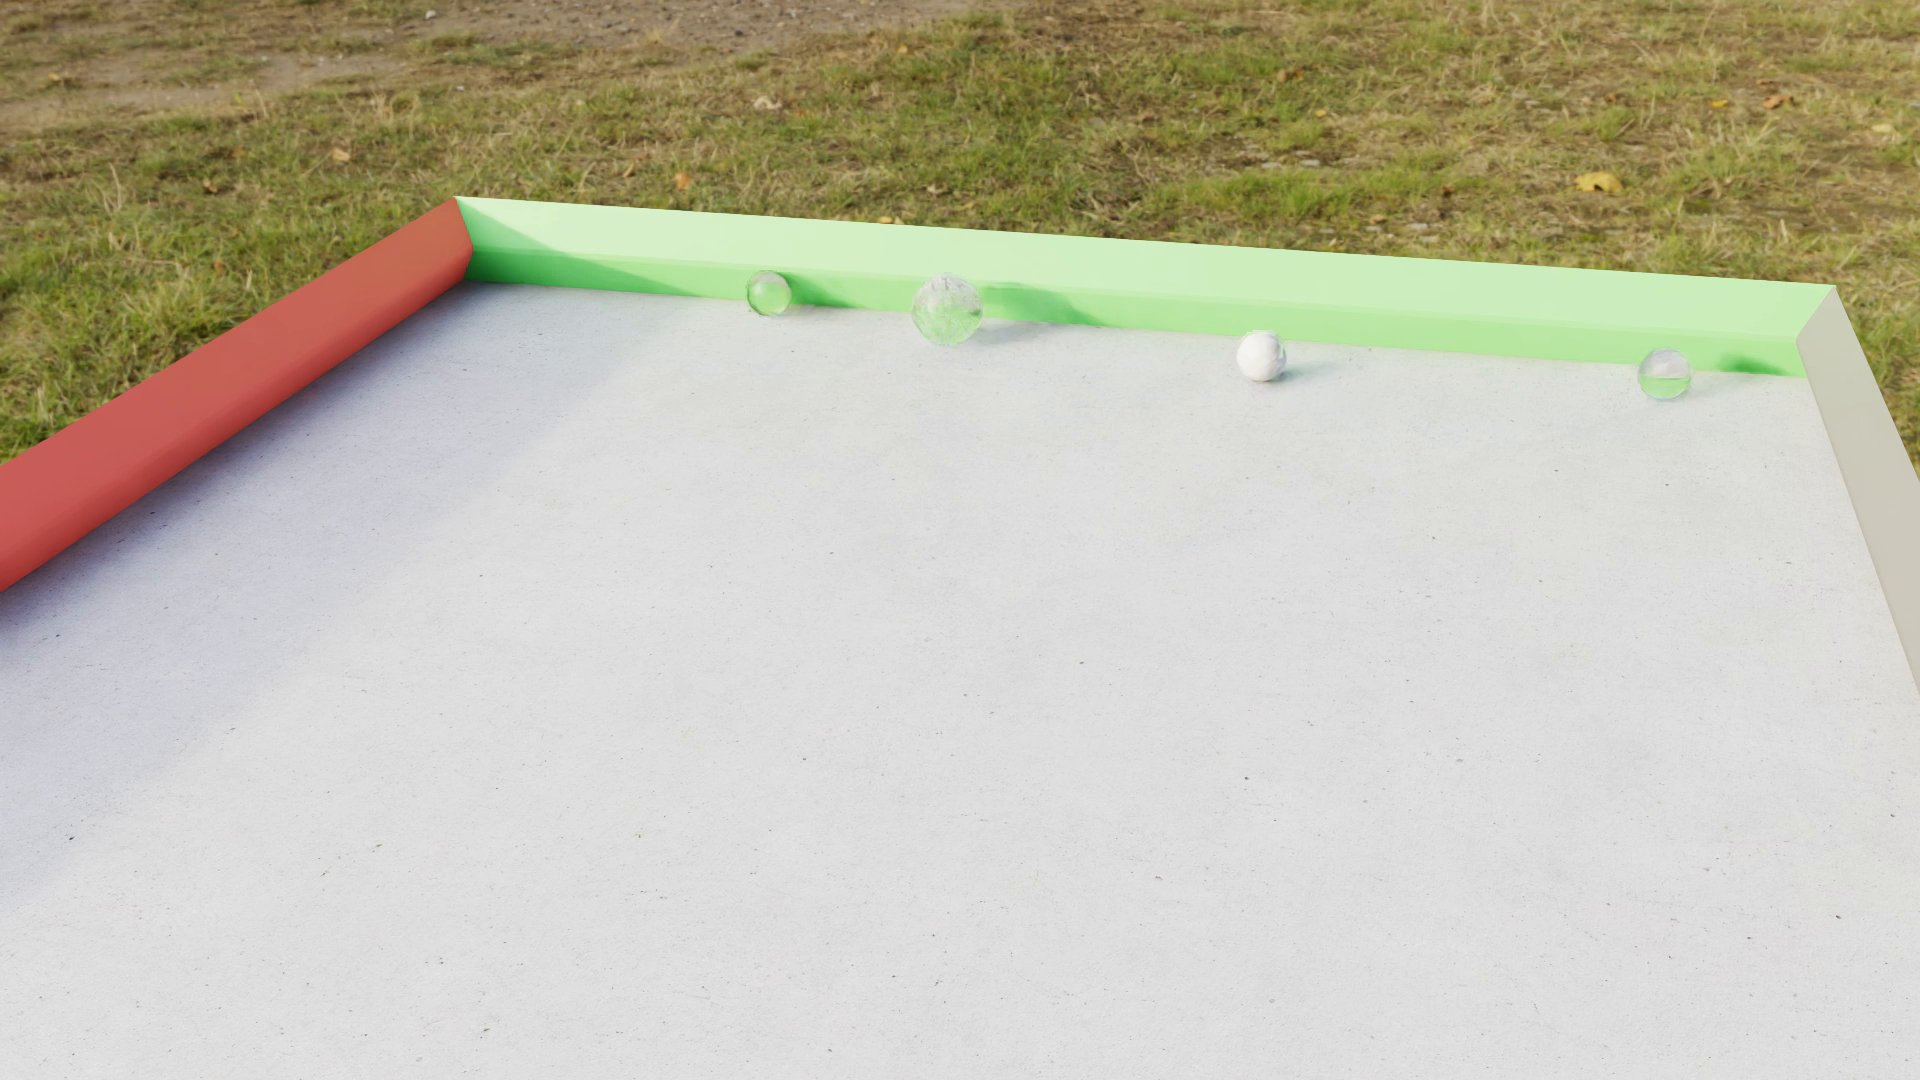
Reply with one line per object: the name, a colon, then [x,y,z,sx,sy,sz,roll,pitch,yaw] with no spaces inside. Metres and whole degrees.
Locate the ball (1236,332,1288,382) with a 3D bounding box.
ball: [0.406,-0.246,2.955,0.067,0.067,0.067,0,24,0]

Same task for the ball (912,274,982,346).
ball: [-0.018,-0.322,3.086,0.099,0.099,0.099,0,24,0]

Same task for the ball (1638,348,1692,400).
ball: [0.925,-0.217,2.889,0.068,0.068,0.068,0,24,0]

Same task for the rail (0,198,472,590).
rail: [-1.142,0.233,1.798,0.045,0.129,3.505,5,25,12]

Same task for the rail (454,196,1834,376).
rail: [0.193,-0.362,3.136,1.984,0.129,0.045,5,25,12]

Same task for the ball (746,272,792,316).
ball: [-0.279,-0.359,3.211,0.065,0.065,0.065,0,24,0]

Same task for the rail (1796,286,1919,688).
rail: [0.745,0.411,1.397,0.045,0.129,3.505,5,25,12]
